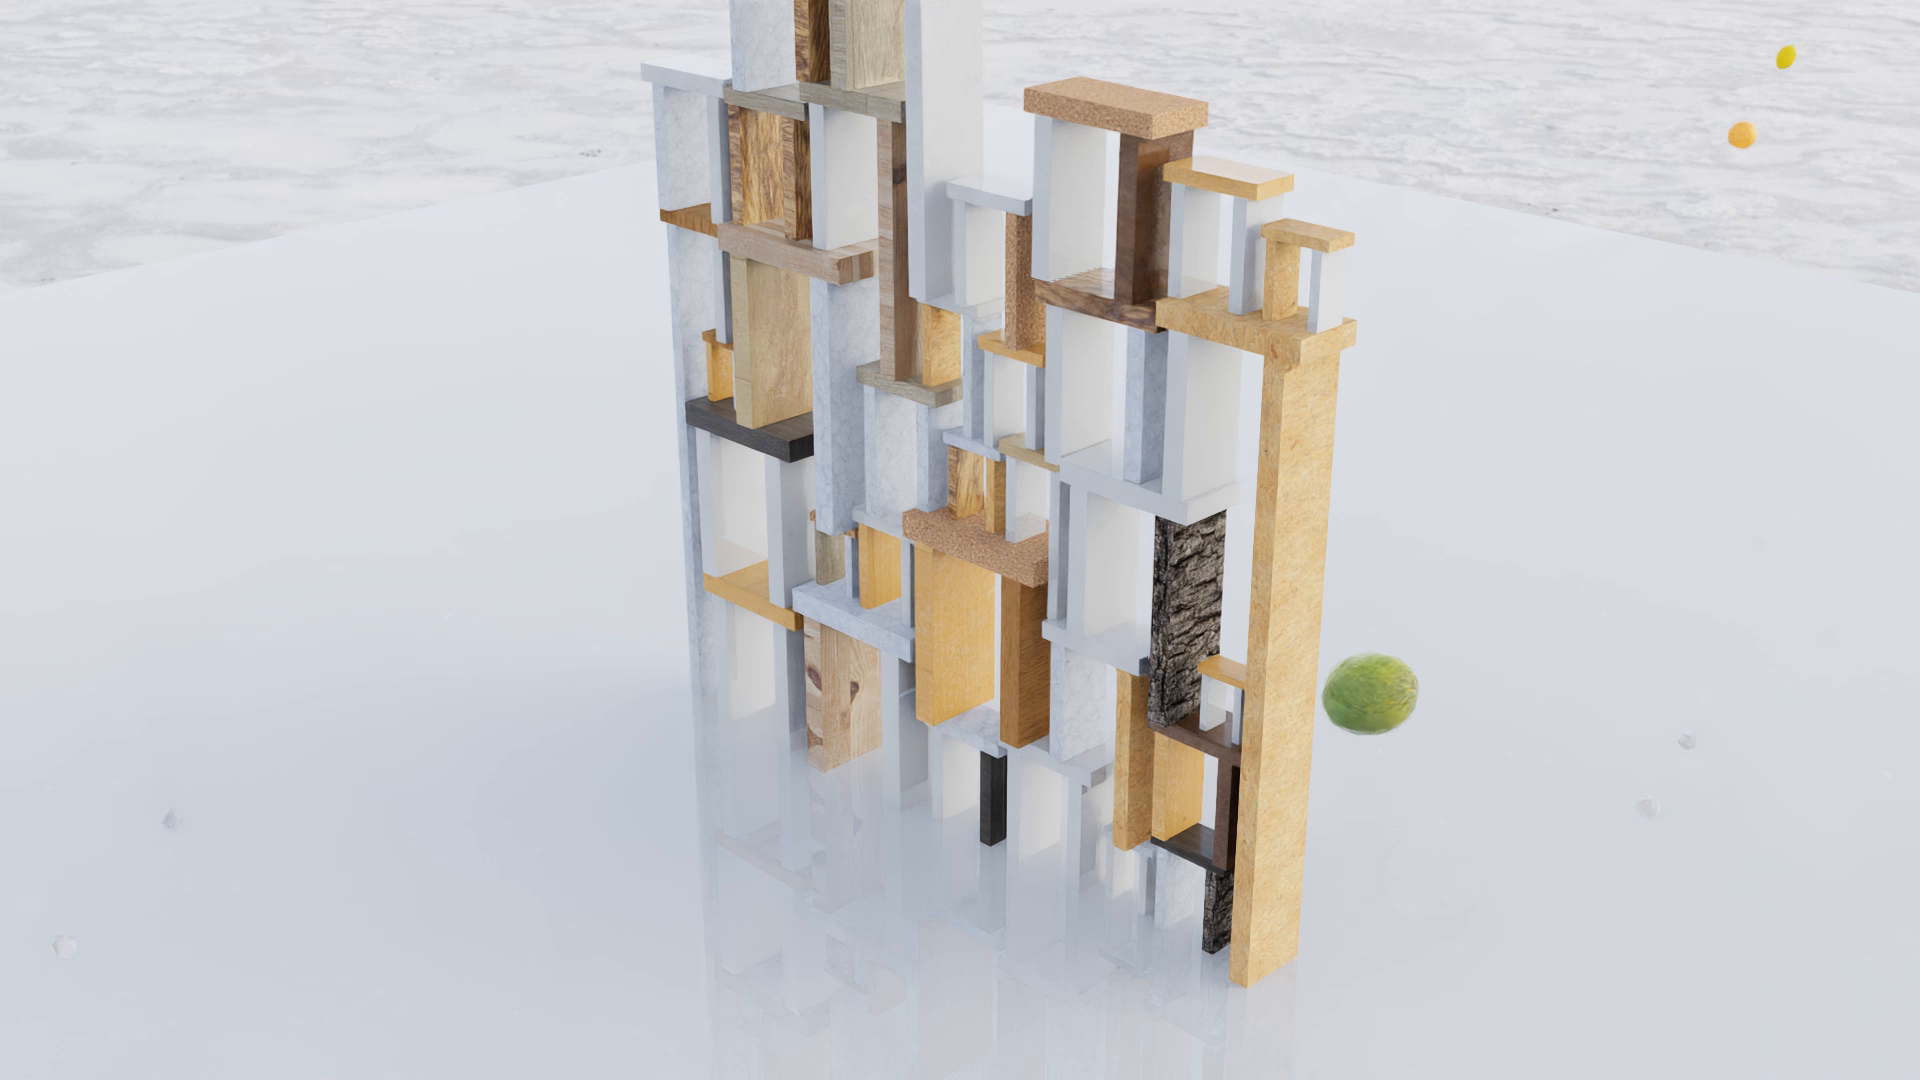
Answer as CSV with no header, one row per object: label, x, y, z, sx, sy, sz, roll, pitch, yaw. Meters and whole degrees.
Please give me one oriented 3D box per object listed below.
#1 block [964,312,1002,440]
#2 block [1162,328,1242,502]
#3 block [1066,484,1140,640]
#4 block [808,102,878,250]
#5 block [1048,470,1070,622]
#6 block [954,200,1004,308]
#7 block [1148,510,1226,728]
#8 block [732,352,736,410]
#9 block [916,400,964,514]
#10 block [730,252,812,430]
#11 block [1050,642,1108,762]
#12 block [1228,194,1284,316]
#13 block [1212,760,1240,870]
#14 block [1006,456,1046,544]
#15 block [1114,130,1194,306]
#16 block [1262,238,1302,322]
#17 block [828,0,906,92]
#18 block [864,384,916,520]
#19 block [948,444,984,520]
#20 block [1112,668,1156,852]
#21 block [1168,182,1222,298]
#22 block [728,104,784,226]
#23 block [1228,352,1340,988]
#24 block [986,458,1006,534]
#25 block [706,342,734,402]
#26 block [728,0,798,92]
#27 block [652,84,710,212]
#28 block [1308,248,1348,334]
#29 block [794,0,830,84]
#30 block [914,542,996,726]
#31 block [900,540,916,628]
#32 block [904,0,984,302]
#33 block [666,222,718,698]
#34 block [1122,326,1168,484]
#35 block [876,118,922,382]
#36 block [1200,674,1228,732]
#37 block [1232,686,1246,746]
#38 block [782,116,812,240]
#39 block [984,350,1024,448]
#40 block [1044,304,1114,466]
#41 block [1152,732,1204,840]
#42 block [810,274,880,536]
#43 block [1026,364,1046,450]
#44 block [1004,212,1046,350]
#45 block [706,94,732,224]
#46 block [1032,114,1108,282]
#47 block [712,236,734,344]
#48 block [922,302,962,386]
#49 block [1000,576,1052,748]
block,0.042,-0.307,4.055,0.079,0.238,0.022,-21,31,-41
block,0.407,-0.224,3.681,0.042,0.293,0.147,21,31,40
block,0.259,0.022,3.949,0.144,0.289,0.041,-21,31,-40
block,-0.218,-0.699,4.170,0.138,0.275,0.039,-21,31,-41
block,0.200,0.001,4.000,0.085,0.289,0.024,-21,31,-39
block,0.035,-0.525,3.959,0.097,0.193,0.027,-22,31,-40
block,0.397,0.124,3.844,0.041,0.393,0.144,21,31,40
block,-0.440,-0.336,4.553,0.018,0.128,0.064,21,31,41
block,-0.033,-0.170,4.189,0.031,0.217,0.108,21,31,41
block,-0.374,-0.421,4.456,0.051,0.359,0.180,21,31,41
block,0.221,0.283,4.097,0.119,0.238,0.034,-21,31,-40
block,0.474,-0.463,3.520,0.095,0.190,0.027,-21,31,-40
block,0.497,0.468,3.888,0.030,0.213,0.107,21,31,41
block,0.122,-0.086,4.052,0.024,0.169,0.085,21,31,40
block,0.321,-0.543,3.644,0.040,0.282,0.141,22,31,40
block,0.511,-0.419,3.489,0.066,0.132,0.019,-21,31,-40
block,-0.167,-0.979,3.990,0.151,0.302,0.043,-21,31,-40
block,-0.135,-0.184,4.293,0.108,0.272,0.031,-21,31,-41
block,0.012,-0.119,4.158,0.021,0.148,0.074,21,31,41
block,0.335,0.383,4.020,0.119,0.367,0.034,-22,31,-40
block,0.385,-0.499,3.603,0.095,0.190,0.027,-21,31,-40
block,-0.396,-0.749,4.336,0.118,0.237,0.034,-21,31,-40
block,0.545,0.231,3.724,0.042,1.165,0.147,21,31,41
block,0.081,-0.092,4.094,0.021,0.148,0.074,21,31,41
block,-0.500,-0.360,4.609,0.018,0.128,0.064,21,31,40
block,-0.372,-1.029,4.191,0.141,0.327,0.040,-21,31,-40
block,-0.560,-0.811,4.490,0.128,0.256,0.036,-21,31,-41
block,0.573,-0.394,3.432,0.066,0.132,0.019,-21,31,-40
block,-0.241,-0.998,4.060,0.141,0.283,0.040,-21,31,-40
block,-0.009,0.160,4.301,0.171,0.380,0.049,-21,31,-41
block,-0.074,0.074,4.336,0.091,0.183,0.026,-21,31,-41
block,-0.027,-0.761,3.927,0.151,0.654,0.043,-22,31,-40
block,-0.554,-0.165,4.763,0.110,1.084,0.031,-21,31,-41
block,0.341,-0.245,3.754,0.039,0.274,0.137,21,31,40
block,-0.088,-0.548,4.093,0.138,0.493,0.039,-21,31,-41
block,0.444,0.276,3.851,0.015,0.108,0.054,21,31,40
block,0.495,0.296,3.804,0.015,0.108,0.054,22,31,40
block,-0.284,-0.705,4.233,0.118,0.237,0.034,-21,31,-40
block,0.081,-0.267,4.027,0.080,0.185,0.023,-21,31,-40
block,0.211,-0.287,3.877,0.039,0.290,0.137,21,31,41
block,0.396,0.428,3.981,0.107,0.213,0.030,-21,31,-41
block,-0.205,-0.279,4.332,0.180,0.522,0.051,-21,31,-41
block,0.155,-0.248,3.950,0.080,0.160,0.023,-21,31,-40
block,0.124,-0.465,3.884,0.097,0.246,0.027,-21,30,-39
block,-0.438,-0.765,4.381,0.128,0.257,0.036,-21,31,-40
block,0.187,-0.596,3.765,0.040,0.282,0.141,22,31,40
block,-0.450,-0.521,4.497,0.110,0.220,0.031,-21,31,-40
block,-0.034,-0.373,4.108,0.022,0.158,0.079,21,31,40
block,0.153,0.206,4.146,0.049,0.343,0.171,21,31,41
